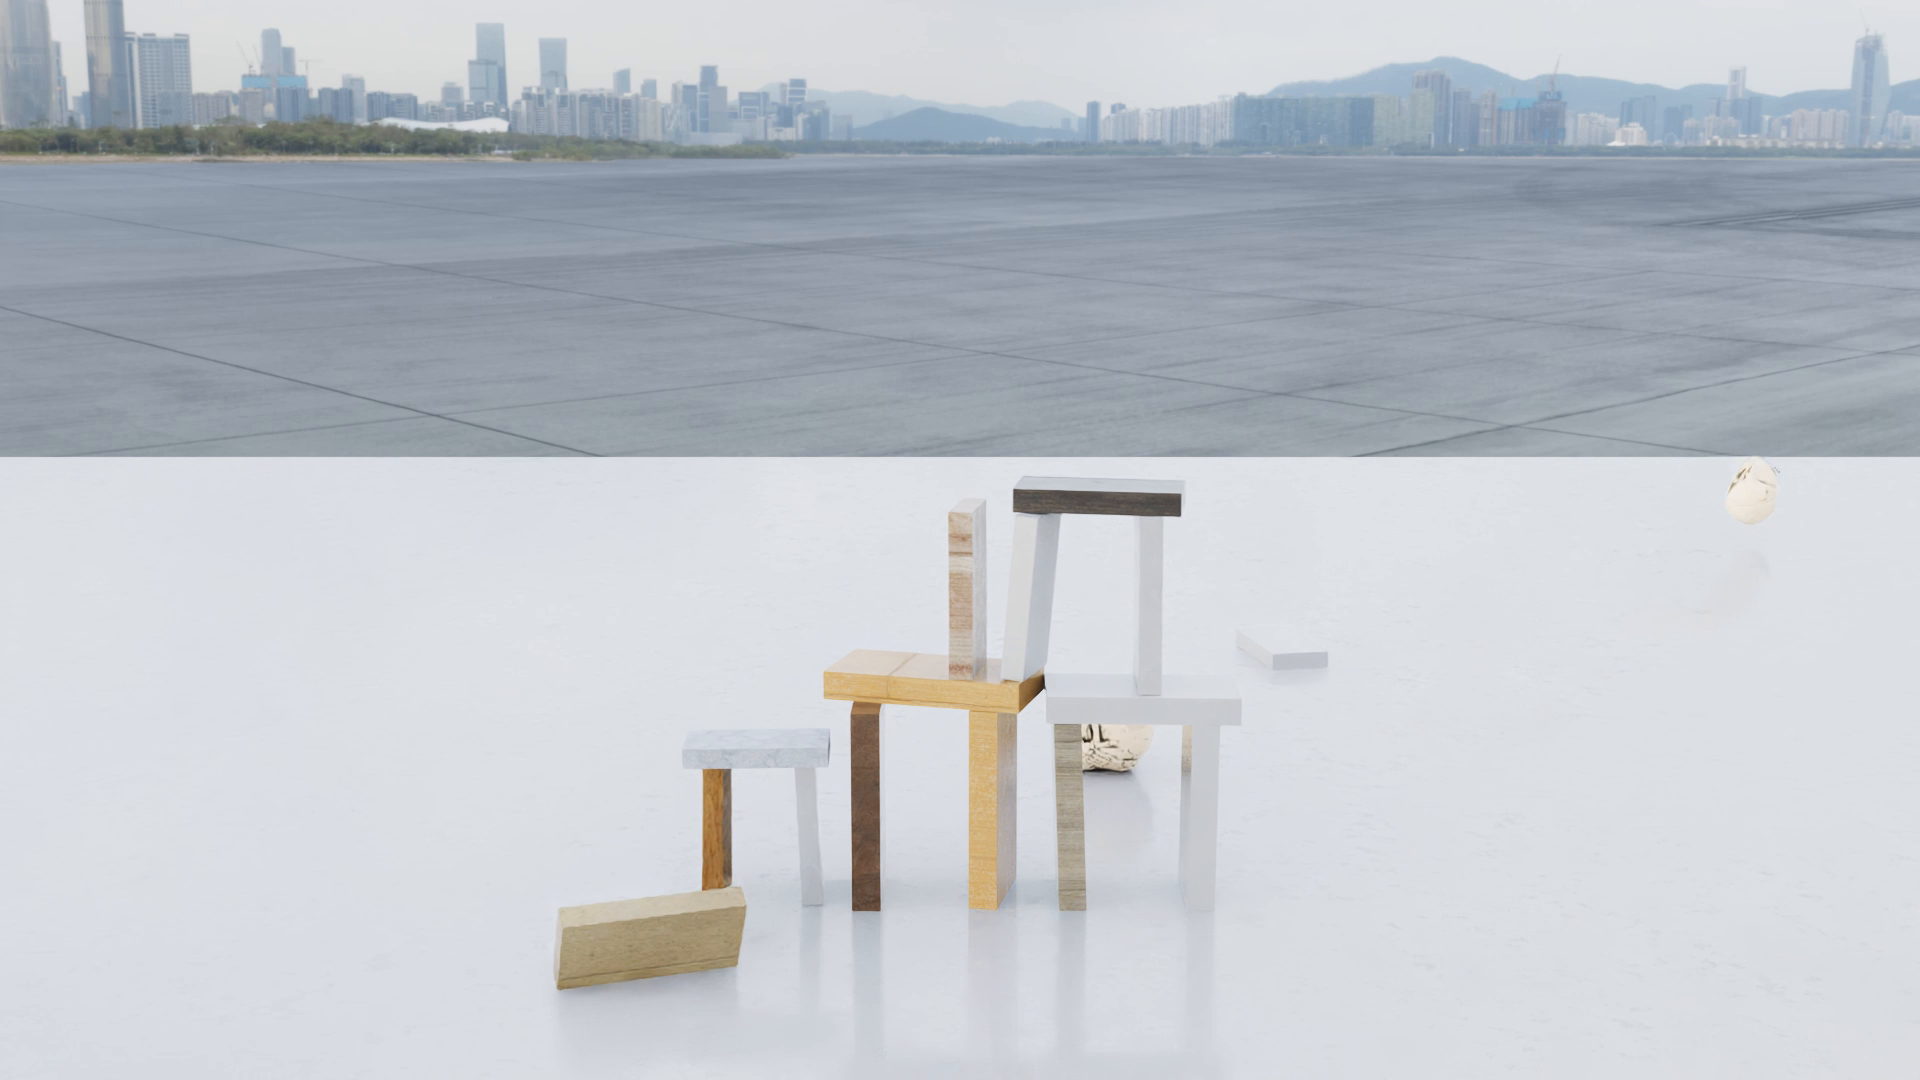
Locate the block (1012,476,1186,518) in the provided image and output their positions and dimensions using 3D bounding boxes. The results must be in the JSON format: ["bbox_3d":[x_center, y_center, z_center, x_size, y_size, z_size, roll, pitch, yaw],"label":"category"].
[{"bbox_3d":[0.227,-0.071,3.565,0.269,0.038,0.135,2,11,8],"label":"block"}]

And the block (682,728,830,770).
[{"bbox_3d":[-0.333,0.342,3.614,0.236,0.033,0.118,-1,11,-2],"label":"block"}]

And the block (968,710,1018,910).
[{"bbox_3d":[0.055,0.426,3.644,0.047,0.332,0.166,2,11,12],"label":"block"}]

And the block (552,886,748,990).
[{"bbox_3d":[-0.462,0.592,3.276,0.275,0.137,0.039,-4,40,-20],"label":"block"}]

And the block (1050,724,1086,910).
[{"bbox_3d":[0.179,0.436,3.636,0.044,0.313,0.157,-2,11,0],"label":"block"}]

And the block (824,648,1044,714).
[{"bbox_3d":[-0.042,0.232,3.647,0.332,0.047,0.166,3,11,16],"label":"block"}]

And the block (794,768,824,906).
[{"bbox_3d":[-0.250,0.473,3.649,0.033,0.236,0.118,-3,11,-2],"label":"block"}]

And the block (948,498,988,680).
[{"bbox_3d":[0.013,0.079,3.592,0.039,0.275,0.137,2,11,10],"label":"block"}]

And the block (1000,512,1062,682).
[{"bbox_3d":[0.116,0.084,3.578,0.038,0.269,0.135,9,12,18],"label":"block"}]

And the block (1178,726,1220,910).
[{"bbox_3d":[0.395,0.437,3.637,0.044,0.313,0.157,0,11,0],"label":"block"}]

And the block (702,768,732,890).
[{"bbox_3d":[-0.403,0.474,3.649,0.033,0.236,0.118,1,11,1],"label":"block"}]

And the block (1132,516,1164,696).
[{"bbox_3d":[0.305,0.095,3.576,0.038,0.291,0.135,0,11,1],"label":"block"}]

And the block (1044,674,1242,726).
[{"bbox_3d":[0.296,0.260,3.603,0.313,0.044,0.157,1,11,1],"label":"block"}]

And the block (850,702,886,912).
[{"bbox_3d":[-0.151,0.427,3.637,0.047,0.332,0.166,0,11,1],"label":"block"}]

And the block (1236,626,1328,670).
[{"bbox_3d":[0.778,0.261,5.333,0.137,0.039,0.275,-2,11,-11],"label":"block"}]
